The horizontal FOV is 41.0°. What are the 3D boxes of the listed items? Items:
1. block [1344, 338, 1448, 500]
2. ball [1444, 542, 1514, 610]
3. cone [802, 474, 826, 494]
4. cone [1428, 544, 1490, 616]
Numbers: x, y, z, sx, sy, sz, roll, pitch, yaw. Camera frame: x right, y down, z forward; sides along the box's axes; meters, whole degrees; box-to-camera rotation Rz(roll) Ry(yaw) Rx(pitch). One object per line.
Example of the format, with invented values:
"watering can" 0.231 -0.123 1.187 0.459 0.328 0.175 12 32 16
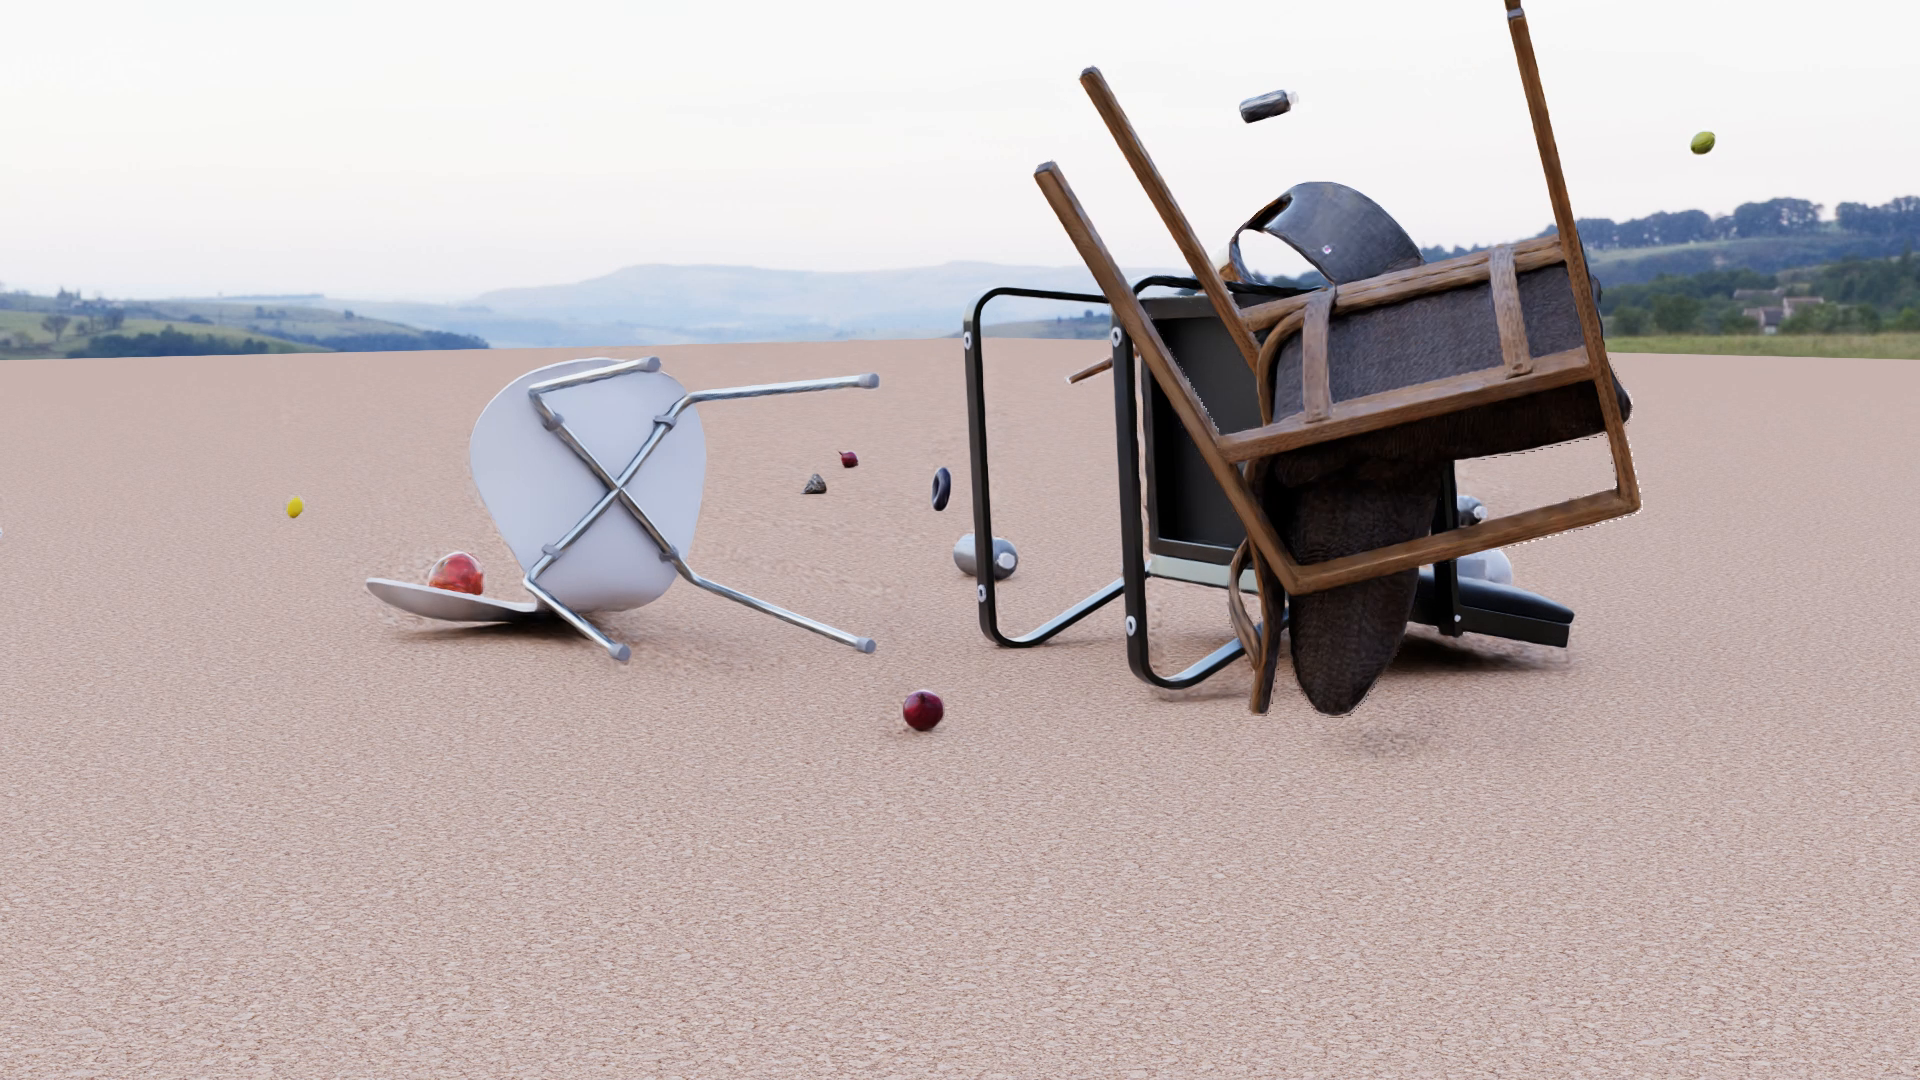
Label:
"block" 1.266 -0.350 7.438 0.150 0.357 0.275 21 37 2
"ball" 1.016 0.072 5.038 0.139 0.139 0.139 0 6 0
"cone" -0.454 -0.155 7.761 0.076 0.067 0.070 -32 51 -29
"cone" 0.954 0.056 4.774 0.074 0.168 0.114 -41 0 42
